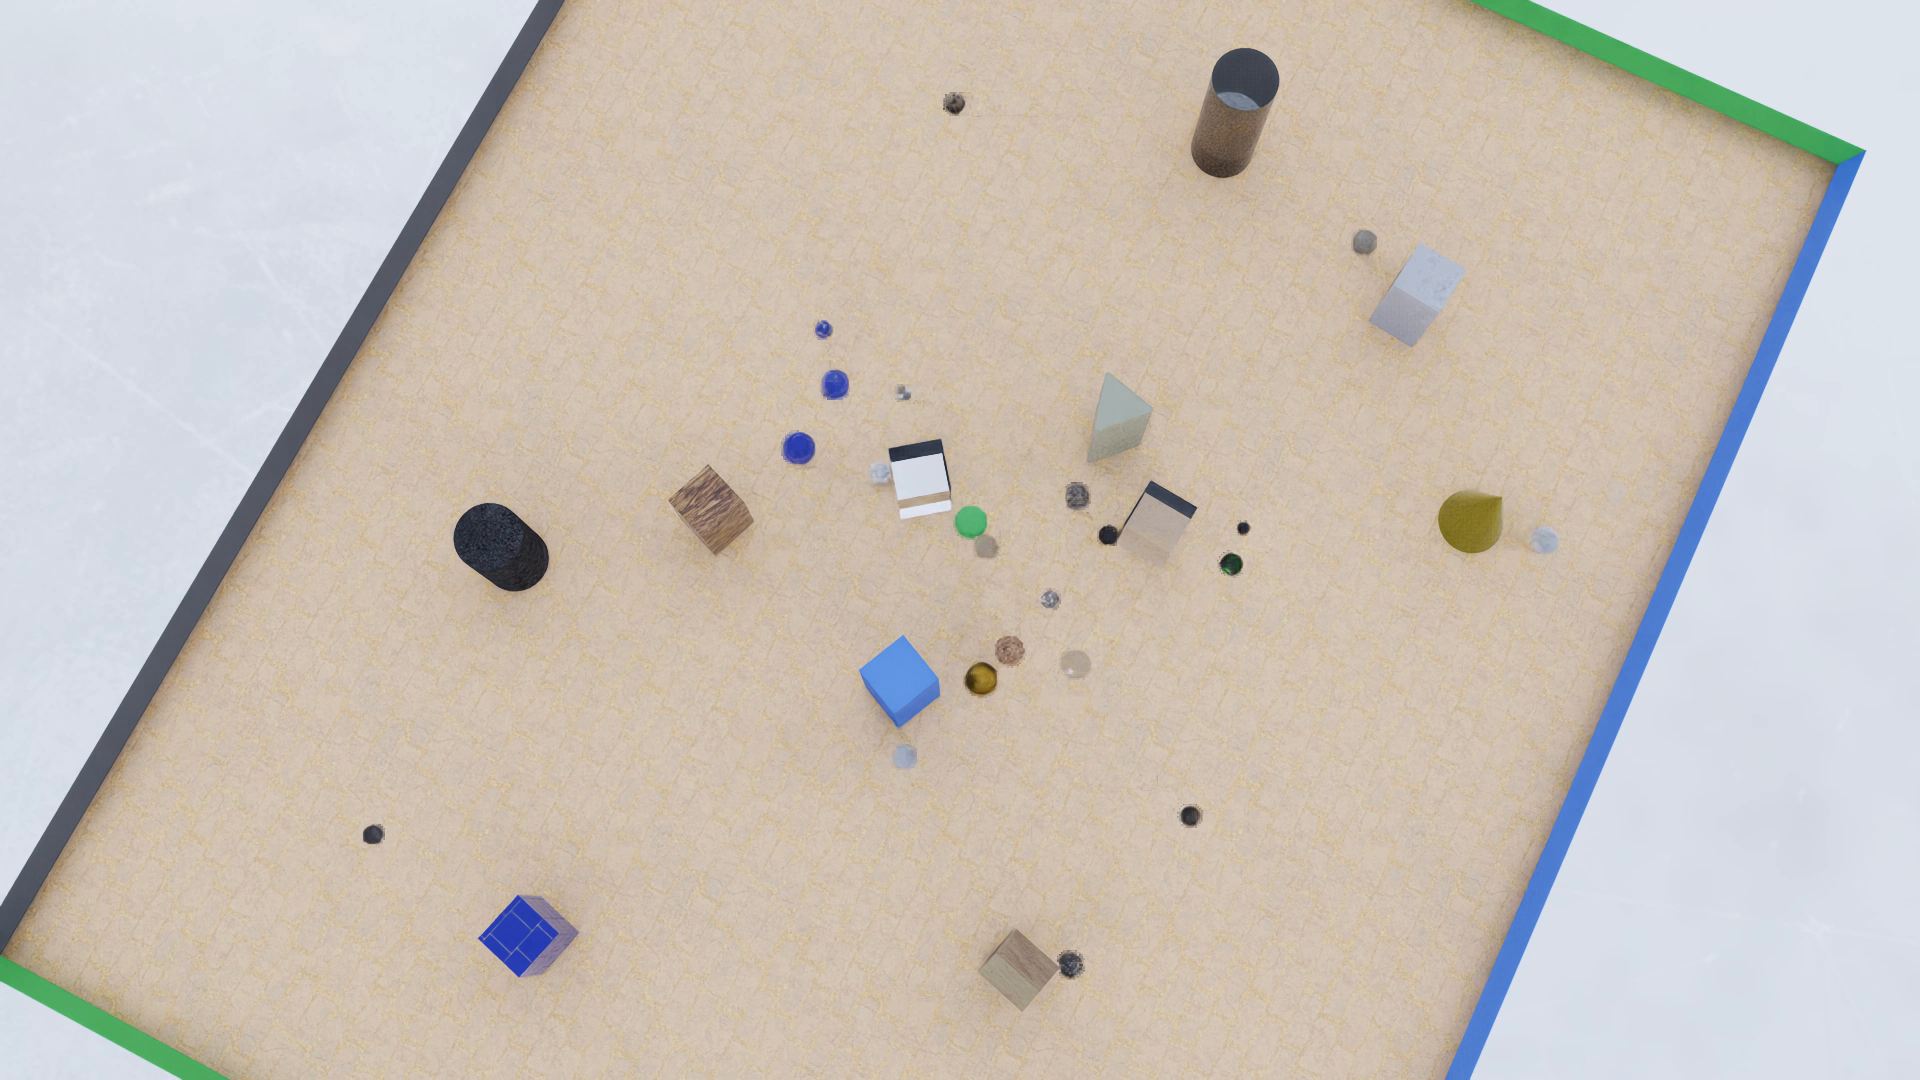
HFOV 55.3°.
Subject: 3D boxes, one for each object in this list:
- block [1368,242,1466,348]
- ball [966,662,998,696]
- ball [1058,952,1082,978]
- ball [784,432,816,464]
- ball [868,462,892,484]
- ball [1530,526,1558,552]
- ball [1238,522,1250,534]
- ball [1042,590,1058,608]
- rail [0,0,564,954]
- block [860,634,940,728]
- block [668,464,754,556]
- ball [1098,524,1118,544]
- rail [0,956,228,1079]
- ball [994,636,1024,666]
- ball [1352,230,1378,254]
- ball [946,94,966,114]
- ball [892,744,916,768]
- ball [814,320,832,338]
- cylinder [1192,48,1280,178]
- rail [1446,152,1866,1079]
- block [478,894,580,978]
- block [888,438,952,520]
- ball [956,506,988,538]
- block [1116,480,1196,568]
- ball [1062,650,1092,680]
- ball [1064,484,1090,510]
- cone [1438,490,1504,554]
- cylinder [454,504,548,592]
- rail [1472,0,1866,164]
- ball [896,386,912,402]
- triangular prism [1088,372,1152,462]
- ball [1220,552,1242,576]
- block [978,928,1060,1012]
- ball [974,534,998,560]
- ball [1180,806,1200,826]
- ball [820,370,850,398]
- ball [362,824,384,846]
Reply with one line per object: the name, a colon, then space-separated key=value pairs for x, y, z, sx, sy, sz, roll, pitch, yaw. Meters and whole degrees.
block: x=1.393 y=-0.745 z=5.598 sx=0.159 sy=0.338 sz=0.159 roll=33 pitch=80 yaw=6
ball: x=0.064 y=0.415 z=5.480 sx=0.099 sy=0.099 sz=0.099 roll=0 pitch=78 yaw=0
ball: x=0.321 y=1.235 z=5.325 sx=0.071 sy=0.071 sz=0.071 roll=0 pitch=78 yaw=0
ball: x=-0.493 y=-0.281 z=5.624 sx=0.100 sy=0.100 sz=0.100 roll=0 pitch=78 yaw=0
ball: x=-0.244 y=-0.206 z=5.619 sx=0.071 sy=0.071 sz=0.071 roll=0 pitch=78 yaw=0
ball: x=1.777 y=-0.002 z=5.575 sx=0.081 sy=0.081 sz=0.081 roll=0 pitch=78 yaw=0
ball: x=0.867 y=-0.037 z=5.604 sx=0.040 sy=0.040 sz=0.040 roll=0 pitch=78 yaw=0
ball: x=0.273 y=0.180 z=5.552 sx=0.054 sy=0.054 sz=0.054 roll=0 pitch=78 yaw=0
rail: x=-1.754 y=-0.852 z=5.726 sx=0.045 sy=0.129 sz=4.757 roll=26 pitch=80 yaw=5
block: x=-0.172 y=0.416 z=5.329 sx=0.159 sy=0.394 sz=0.159 roll=-38 pitch=81 yaw=-7
block: x=-0.744 y=-0.086 z=5.499 sx=0.159 sy=0.264 sz=0.159 roll=-43 pitch=81 yaw=-8
ball: x=0.453 y=-0.015 z=5.589 sx=0.061 sy=0.061 sz=0.061 roll=0 pitch=78 yaw=0
rail: x=-1.053 y=2.069 z=5.121 sx=3.970 sy=0.129 sz=0.045 roll=26 pitch=80 yaw=5
ball: x=0.149 y=0.331 z=5.502 sx=0.089 sy=0.089 sz=0.089 roll=0 pitch=78 yaw=0
ball: x=1.275 y=-0.938 z=5.771 sx=0.078 sy=0.078 sz=0.078 roll=0 pitch=78 yaw=0
ball: x=-0.015 y=-1.398 z=5.874 sx=0.064 sy=0.064 sz=0.064 roll=0 pitch=78 yaw=0
ball: x=-0.167 y=0.644 z=5.447 sx=0.071 sy=0.071 sz=0.071 roll=0 pitch=78 yaw=0
ball: x=-0.426 y=-0.658 z=5.725 sx=0.055 sy=0.055 sz=0.055 roll=0 pitch=78 yaw=0
cylinder: x=0.840 y=-1.305 z=5.632 sx=0.199 sy=0.498 sz=0.199 roll=0 pitch=78 yaw=0
rail: x=1.754 y=0.866 z=5.370 sx=0.045 sy=0.129 sz=4.757 roll=26 pitch=80 yaw=5
block: x=-1.228 y=1.130 z=5.237 sx=0.159 sy=0.286 sz=0.159 roll=41 pitch=81 yaw=8
block: x=-0.118 y=-0.182 z=5.520 sx=0.159 sy=0.263 sz=0.159 roll=-11 pitch=79 yaw=-2
ball: x=0.034 y=-0.056 z=5.578 sx=0.099 sy=0.099 sz=0.099 roll=0 pitch=78 yaw=0
block: x=0.589 y=-0.044 z=5.498 sx=0.159 sy=0.249 sz=0.159 roll=31 pitch=80 yaw=6
ball: x=0.349 y=0.372 z=5.494 sx=0.089 sy=0.089 sz=0.089 roll=0 pitch=78 yaw=0
ball: x=0.358 y=-0.131 z=5.605 sx=0.075 sy=0.075 sz=0.075 roll=0 pitch=78 yaw=0
cone: x=1.569 y=-0.091 z=5.464 sx=0.199 sy=0.336 sz=0.199 roll=0 pitch=78 yaw=0
cylinder: x=-1.357 y=0.025 z=5.436 sx=0.199 sy=0.344 sz=0.199 roll=0 pitch=78 yaw=0
rail: x=1.053 y=-2.056 z=5.975 sx=3.970 sy=0.129 sz=0.045 roll=26 pitch=80 yaw=5
ball: x=-0.174 y=-0.455 z=5.687 sx=0.047 sy=0.047 sz=0.047 roll=0 pitch=78 yaw=0
triangular prism: x=0.452 y=-0.377 z=5.493 sx=0.173 sy=0.395 sz=0.150 roll=-19 pitch=79 yaw=-4
ball: x=0.824 y=0.074 z=5.566 sx=0.069 sy=0.069 sz=0.069 roll=0 pitch=78 yaw=0
block: x=0.165 y=1.222 z=5.218 sx=0.159 sy=0.286 sz=0.159 roll=41 pitch=81 yaw=8
ball: x=0.080 y=0.021 z=5.574 sx=0.075 sy=0.075 sz=0.075 roll=0 pitch=78 yaw=0
ball: x=0.681 y=0.816 z=5.417 sx=0.061 sy=0.061 sz=0.061 roll=0 pitch=78 yaw=0
ball: x=-0.386 y=-0.483 z=5.671 sx=0.090 sy=0.090 sz=0.090 roll=0 pitch=78 yaw=0
ball: x=-1.733 y=0.870 z=5.406 sx=0.059 sy=0.059 sz=0.059 roll=0 pitch=78 yaw=0
